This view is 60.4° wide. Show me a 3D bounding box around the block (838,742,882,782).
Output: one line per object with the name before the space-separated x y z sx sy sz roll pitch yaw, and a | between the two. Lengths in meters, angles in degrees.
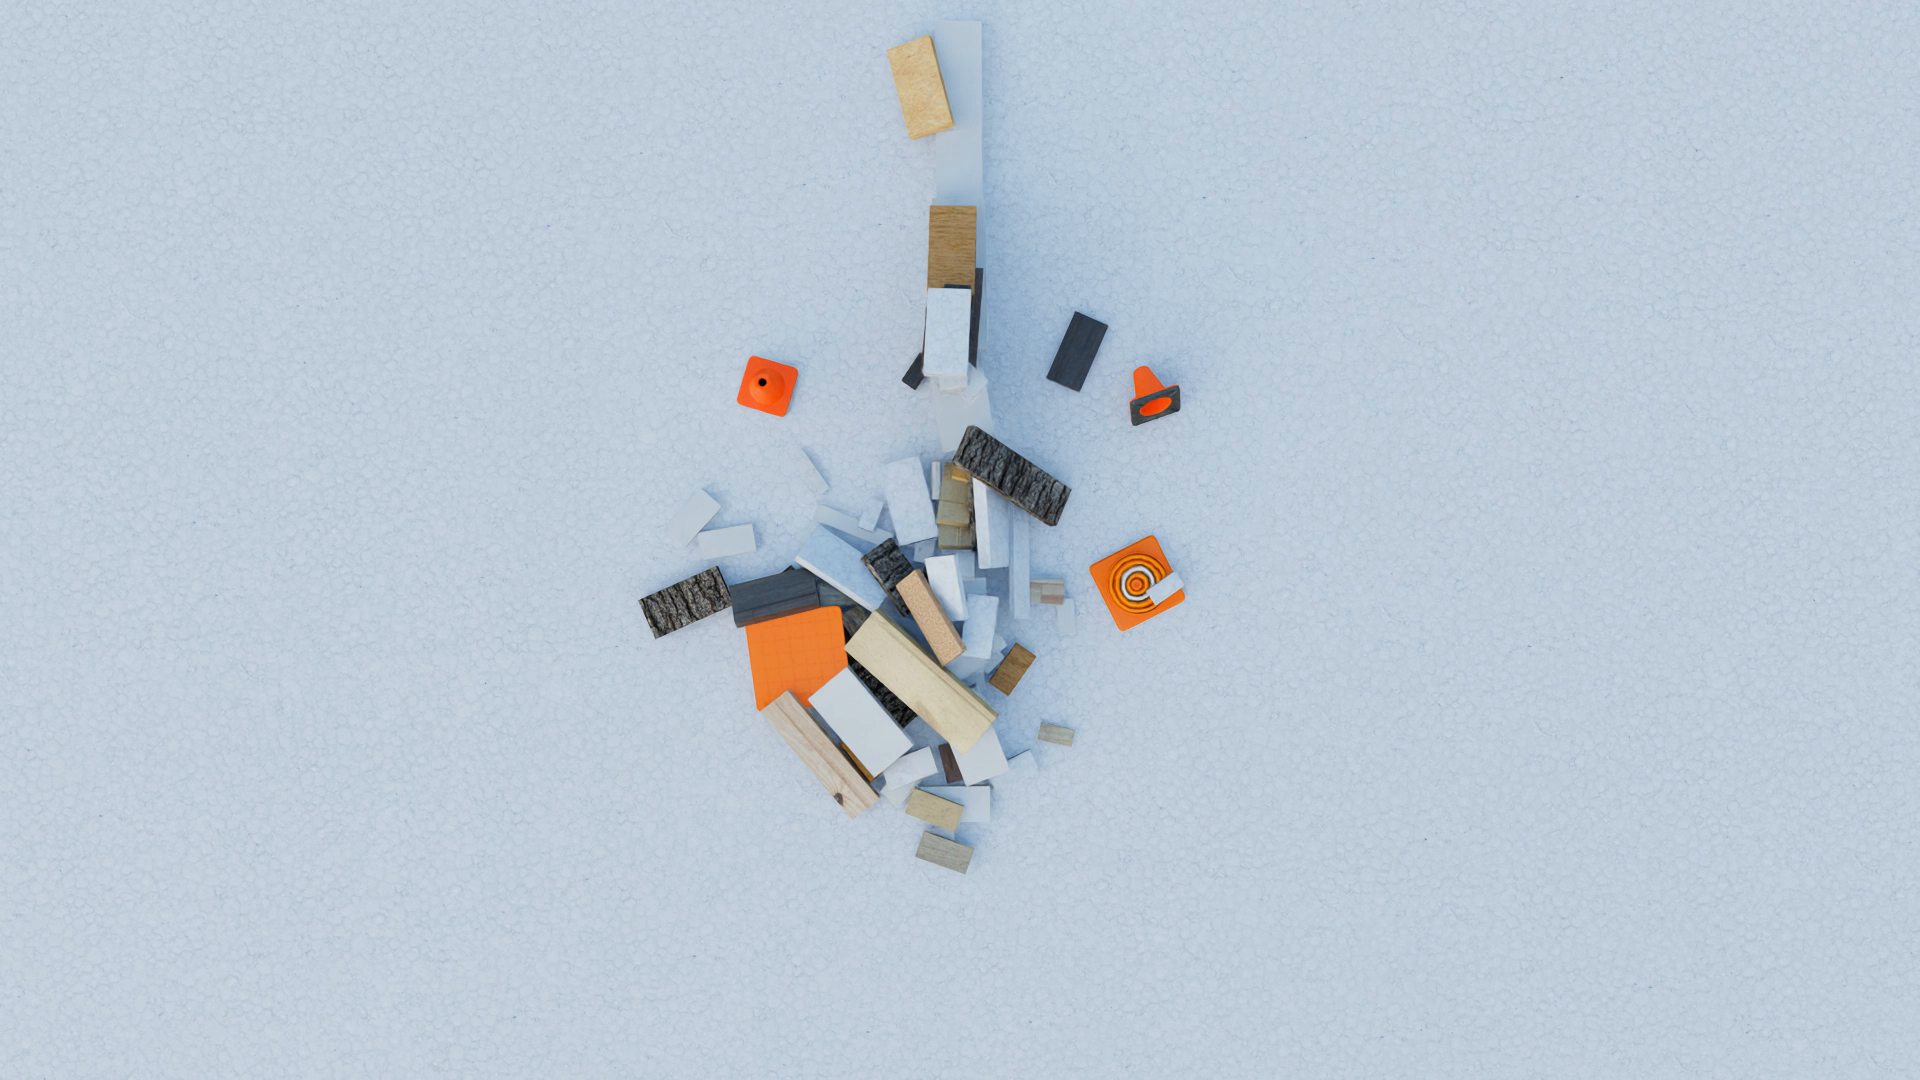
block | -0.318 0.718 5.474 0.081 0.023 0.163 -39 90 -23

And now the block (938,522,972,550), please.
block | -0.013 -0.074 5.443 0.107 0.030 0.214 3 66 0

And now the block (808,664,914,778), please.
block | -0.323 0.593 5.407 0.169 0.048 0.337 -40 93 6

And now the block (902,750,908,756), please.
block | -0.209 0.696 5.478 0.065 0.018 0.130 -8 102 0

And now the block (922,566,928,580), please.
block | -0.114 0.136 5.493 0.049 0.014 0.098 28 90 0

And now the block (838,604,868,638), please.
block | -0.328 0.304 5.472 0.081 0.023 0.162 -32 87 -19

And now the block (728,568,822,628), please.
block | -0.609 0.187 5.422 0.283 0.040 0.141 -14 60 0

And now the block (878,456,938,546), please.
block | -0.168 -0.129 5.469 0.138 0.039 0.276 -15 85 0

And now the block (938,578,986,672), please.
block | 0.006 0.275 5.412 0.153 0.043 0.307 1 90 0

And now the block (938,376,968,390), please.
block | -0.033 -0.568 5.252 0.085 0.024 0.171 -9 83 1

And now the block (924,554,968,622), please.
block | -0.043 0.156 5.339 0.107 0.030 0.214 -6 97 29

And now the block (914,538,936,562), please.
block | -0.114 0.014 5.491 0.062 0.018 0.124 11 90 0

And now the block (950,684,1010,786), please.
block | 0.038 0.641 5.429 0.153 0.043 0.307 -21 100 2

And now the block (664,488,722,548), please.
block | -0.886 -0.074 5.487 0.091 0.026 0.182 42 90 0

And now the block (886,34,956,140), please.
block | -0.129 -1.494 5.449 0.152 0.043 0.304 -16 86 15

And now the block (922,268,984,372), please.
block | -0.023 -0.711 5.345 0.176 0.050 0.351 4 79 3

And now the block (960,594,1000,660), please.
block | 0.064 0.281 5.347 0.101 0.029 0.203 6 79 11

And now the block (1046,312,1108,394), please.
block | 0.390 -0.625 5.483 0.121 0.034 0.241 24 90 0

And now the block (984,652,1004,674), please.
block | 0.063 0.359 5.489 0.162 0.023 0.081 45 90 0

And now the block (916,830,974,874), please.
block | -0.051 1.035 5.469 0.177 0.025 0.089 19 90 0

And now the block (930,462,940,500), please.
block | -0.082 -0.196 5.468 0.018 0.062 0.124 2 90 -12

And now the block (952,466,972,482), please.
block | 0.016 -0.255 5.463 0.062 0.018 0.124 12 64 3

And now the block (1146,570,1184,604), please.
block | 0.678 0.158 5.448 0.116 0.016 0.058 -34 99 -9

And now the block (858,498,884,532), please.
block | -0.295 -0.084 5.483 0.054 0.015 0.107 21 80 0

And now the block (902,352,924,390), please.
block | -0.141 -0.561 5.492 0.057 0.016 0.114 34 90 0

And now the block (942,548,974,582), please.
block | -0.006 0.035 5.429 0.107 0.030 0.214 1 57 0

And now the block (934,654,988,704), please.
block | -0.005 0.394 5.455 0.153 0.043 0.307 -7 90 0

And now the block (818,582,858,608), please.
block | -0.388 0.177 5.474 0.156 0.022 0.078 -5 84 -8

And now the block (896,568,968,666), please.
block | -0.093 0.251 5.347 0.101 0.029 0.308 -39 75 35

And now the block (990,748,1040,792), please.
block | 0.177 0.768 5.489 0.162 0.023 0.081 -26 90 0

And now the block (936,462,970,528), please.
block | -0.010 -0.150 5.442 0.106 0.030 0.212 8 66 1
